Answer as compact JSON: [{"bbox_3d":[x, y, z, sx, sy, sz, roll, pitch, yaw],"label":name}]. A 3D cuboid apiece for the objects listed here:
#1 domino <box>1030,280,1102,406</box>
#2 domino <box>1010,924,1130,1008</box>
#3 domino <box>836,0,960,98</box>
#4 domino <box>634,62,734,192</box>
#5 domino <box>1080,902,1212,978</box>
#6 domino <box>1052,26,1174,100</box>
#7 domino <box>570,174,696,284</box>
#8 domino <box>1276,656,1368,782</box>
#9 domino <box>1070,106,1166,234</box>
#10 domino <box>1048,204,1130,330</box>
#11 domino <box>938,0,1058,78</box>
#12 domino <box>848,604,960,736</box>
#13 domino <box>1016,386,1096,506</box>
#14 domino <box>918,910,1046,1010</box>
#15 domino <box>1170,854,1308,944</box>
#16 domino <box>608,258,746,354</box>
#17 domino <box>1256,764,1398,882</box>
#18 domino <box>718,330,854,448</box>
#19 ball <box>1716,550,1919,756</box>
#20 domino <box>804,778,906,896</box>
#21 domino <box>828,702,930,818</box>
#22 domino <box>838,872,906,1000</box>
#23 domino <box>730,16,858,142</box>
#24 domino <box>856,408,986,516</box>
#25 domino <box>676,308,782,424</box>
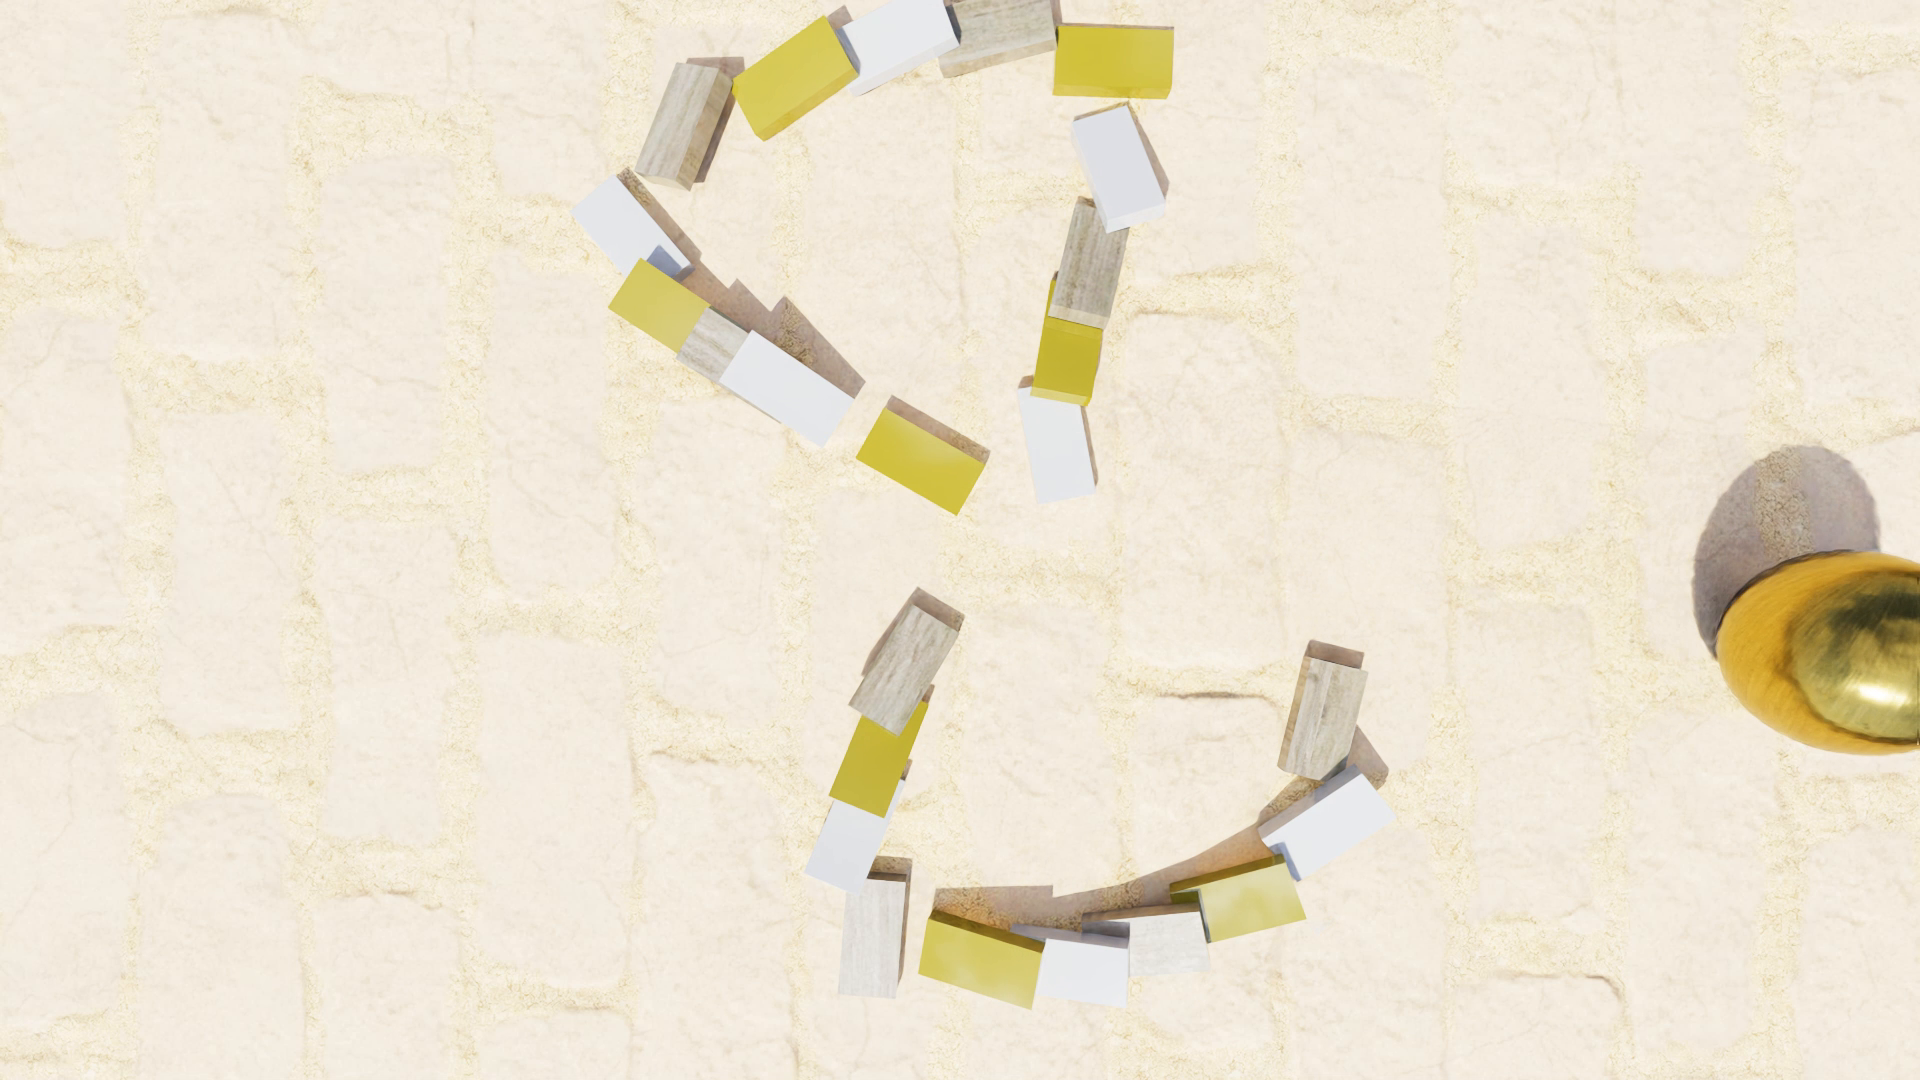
[{"bbox_3d":[0.046,-0.084,0.389,0.025,0.010,0.050,11,76,0],"label":"domino"},{"bbox_3d":[0.046,0.180,0.388,0.050,0.009,0.025,1,93,15],"label":"domino"},{"bbox_3d":[-0.028,-0.213,0.390,0.050,0.010,0.025,-20,90,14],"label":"domino"},{"bbox_3d":[-0.118,-0.176,0.390,0.025,0.010,0.050,21,90,25],"label":"domino"},{"bbox_3d":[0.079,0.171,0.390,0.050,0.010,0.025,-11,90,14],"label":"domino"},{"bbox_3d":[0.066,-0.206,0.395,0.050,0.009,0.025,2,90,0],"label":"domino"},{"bbox_3d":[-0.141,-0.129,0.395,0.025,0.009,0.050,-41,90,0],"label":"domino"},{"bbox_3d":[0.156,0.077,0.395,0.025,0.009,0.050,14,90,0],"label":"domino"},{"bbox_3d":[0.067,-0.158,0.389,0.025,0.010,0.050,-17,76,0],"label":"domino"},{"bbox_3d":[0.055,-0.116,0.388,0.025,0.010,0.050,14,74,1],"label":"domino"},{"bbox_3d":[0.015,-0.217,0.391,0.050,0.010,0.025,-9,90,11],"label":"domino"},{"bbox_3d":[-0.024,0.055,0.388,0.025,0.009,0.050,31,74,0],"label":"domino"},{"bbox_3d":[0.041,-0.042,0.395,0.025,0.010,0.050,-11,90,0],"label":"domino"},{"bbox_3d":[0.009,0.177,0.388,0.050,0.010,0.025,11,95,14],"label":"domino"},{"bbox_3d":[0.117,0.153,0.390,0.050,0.009,0.025,-21,90,14],"label":"domino"},{"bbox_3d":[-0.120,-0.094,0.389,0.050,0.009,0.025,33,90,-15],"label":"domino"},{"bbox_3d":[0.155,0.120,0.389,0.050,0.010,0.025,-39,96,11],"label":"domino"},{"bbox_3d":[-0.073,-0.063,0.385,0.050,0.009,0.025,33,90,-16],"label":"domino"},{"bbox_3d":[0.349,0.044,0.360,0.080,0.080,0.080,0,90,0],"label":"ball"},{"bbox_3d":[-0.044,0.122,0.390,0.025,0.010,0.050,23,78,0],"label":"domino"},{"bbox_3d":[-0.034,0.089,0.388,0.025,0.009,0.050,22,74,0],"label":"domino"},{"bbox_3d":[-0.038,0.170,0.395,0.025,0.010,0.050,5,90,0],"label":"domino"},{"bbox_3d":[-0.071,-0.196,0.390,0.050,0.009,0.025,-28,90,12],"label":"domino"},{"bbox_3d":[-0.017,-0.033,0.395,0.050,0.010,0.025,30,90,0],"label":"domino"},{"bbox_3d":[-0.092,-0.073,0.389,0.050,0.009,0.025,32,90,-16],"label":"domino"}]
